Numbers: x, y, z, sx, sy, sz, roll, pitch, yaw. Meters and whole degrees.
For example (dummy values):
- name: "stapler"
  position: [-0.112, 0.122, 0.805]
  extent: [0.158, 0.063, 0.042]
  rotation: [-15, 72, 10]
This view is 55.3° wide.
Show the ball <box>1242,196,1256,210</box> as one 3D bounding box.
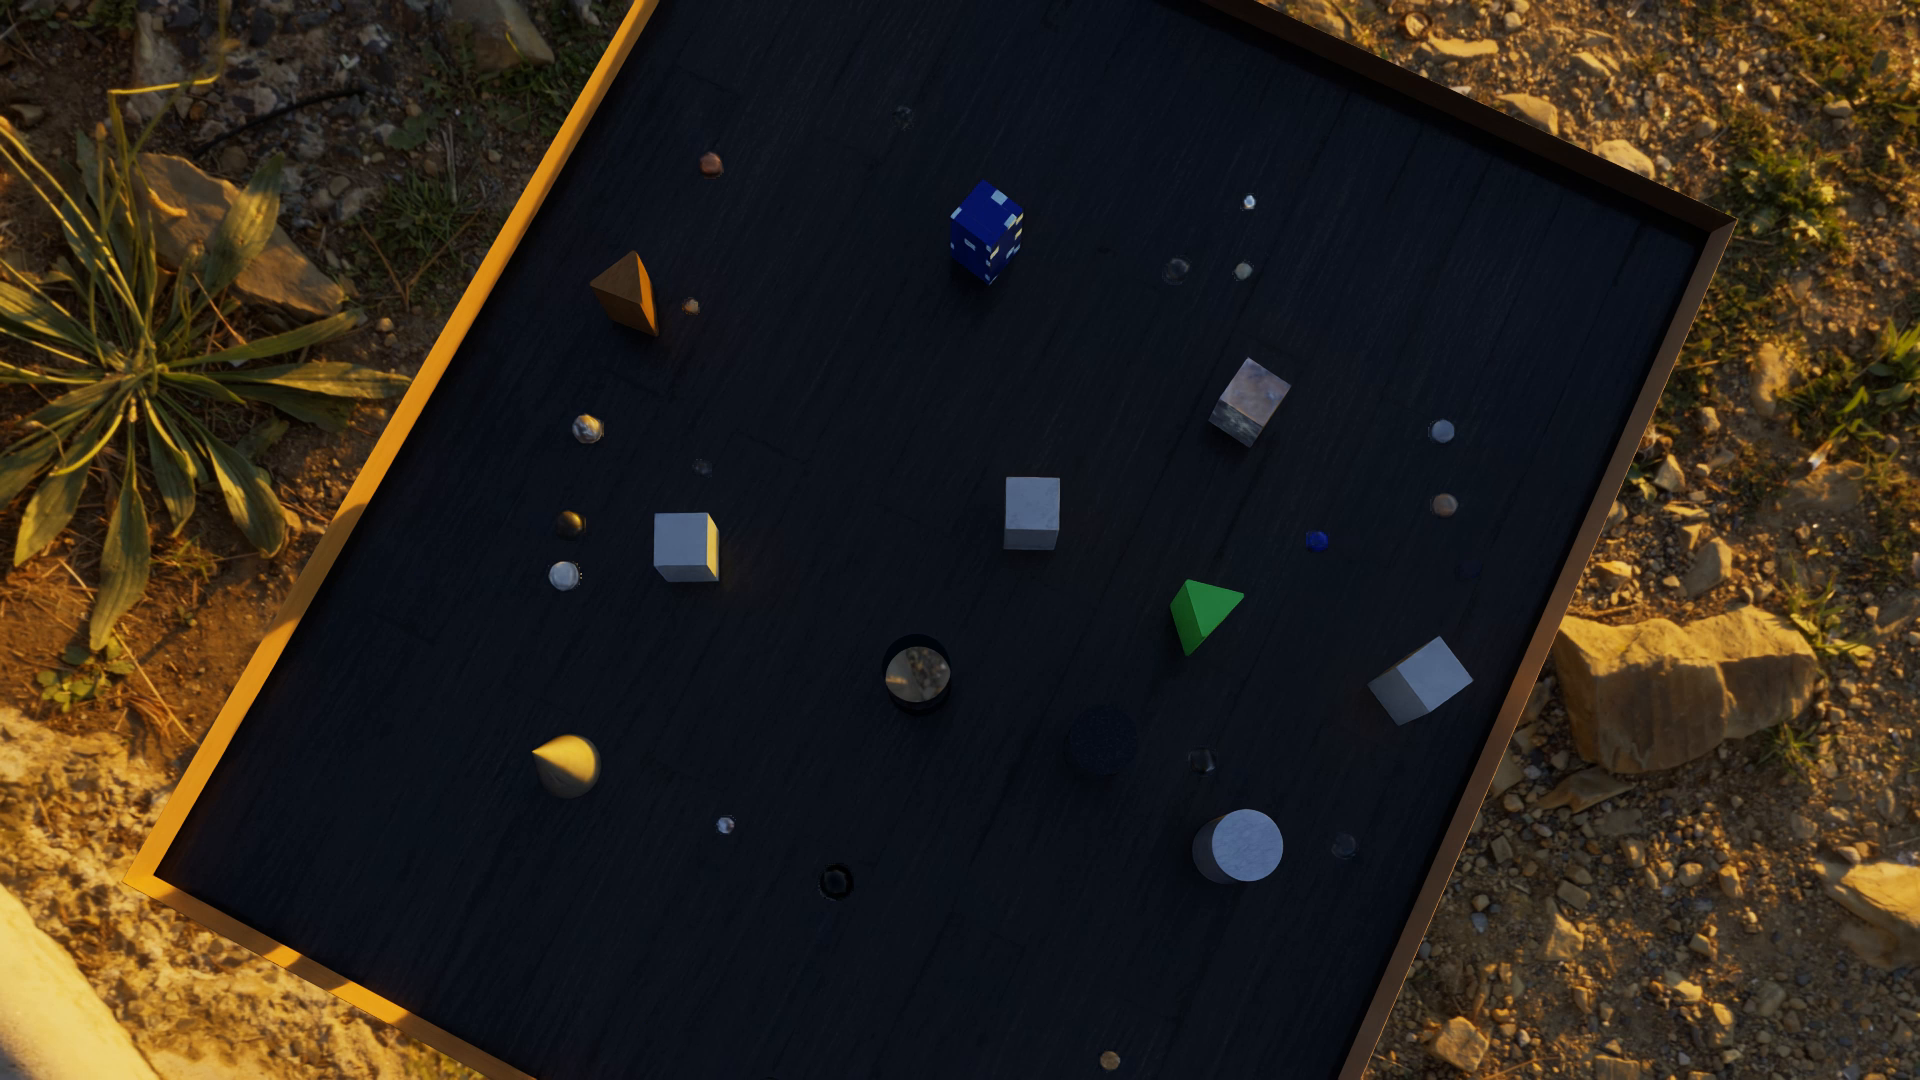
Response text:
- name: "ball"
  position: [0.917, -1.070, 5.814]
  extent: [0.046, 0.046, 0.046]
  rotation: [0, 78, 0]

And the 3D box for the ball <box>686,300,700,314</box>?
- name: "ball"
  position: [-0.839, -0.730, 5.745]
  extent: [0.044, 0.044, 0.044]
  rotation: [0, 78, 0]

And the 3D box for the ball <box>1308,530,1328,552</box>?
- name: "ball"
  position: [1.091, 0.003, 5.583]
  extent: [0.064, 0.064, 0.064]
  rotation: [0, 78, 0]

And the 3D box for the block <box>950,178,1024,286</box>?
- name: "block"
  position: [0.080, -0.944, 5.641]
  extent: [0.156, 0.335, 0.156]
  rotation: [38, 81, 7]

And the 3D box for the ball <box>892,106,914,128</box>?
- name: "ball"
  position: [-0.181, -1.353, 5.859]
  extent: [0.073, 0.073, 0.073]
  rotation: [0, 78, 0]

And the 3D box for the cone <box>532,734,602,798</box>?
- name: "cone"
  position: [-1.169, 0.626, 5.240]
  extent: [0.194, 0.485, 0.194]
  rotation: [0, 78, 0]

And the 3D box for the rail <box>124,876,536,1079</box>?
- name: "rail"
  position: [-0.878, 1.727, 5.194]
  extent: [3.422, 0.126, 0.045]
  rotation: [26, 80, 5]

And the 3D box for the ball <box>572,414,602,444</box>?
- name: "ball"
  position: [-1.146, -0.342, 5.640]
  extent: [0.092, 0.092, 0.092]
  rotation: [0, 78, 0]

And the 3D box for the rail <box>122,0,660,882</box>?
- name: "rail"
  position: [-1.509, -0.732, 5.703]
  extent: [0.045, 0.126, 3.975]
  rotation: [26, 80, 5]

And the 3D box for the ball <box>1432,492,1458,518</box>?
- name: "ball"
  position: [1.482, -0.106, 5.600]
  extent: [0.075, 0.075, 0.075]
  rotation: [0, 78, 0]

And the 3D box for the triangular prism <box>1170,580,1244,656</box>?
- name: "triangular prism"
  position: [0.692, 0.204, 5.372]
  extent: [0.146, 0.395, 0.168]
  rotation: [44, 82, 8]

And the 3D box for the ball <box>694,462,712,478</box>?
- name: "ball"
  position: [-0.790, -0.216, 5.635]
  extent: [0.051, 0.051, 0.051]
  rotation: [0, 78, 0]

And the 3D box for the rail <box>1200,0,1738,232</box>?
- name: "rail"
  position: [0.878, -1.713, 5.906]
  extent: [3.422, 0.126, 0.045]
  rotation: [26, 80, 5]

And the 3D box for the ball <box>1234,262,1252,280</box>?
- name: "ball"
  position: [0.892, -0.847, 5.765]
  extent: [0.053, 0.053, 0.053]
  rotation: [0, 78, 0]

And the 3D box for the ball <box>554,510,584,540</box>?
- name: "ball"
  position: [-1.191, -0.045, 5.579]
  extent: [0.092, 0.092, 0.092]
  rotation: [0, 78, 0]

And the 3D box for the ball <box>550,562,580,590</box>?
- name: "ball"
  position: [-1.198, 0.109, 5.548]
  extent: [0.090, 0.090, 0.090]
  rotation: [0, 78, 0]

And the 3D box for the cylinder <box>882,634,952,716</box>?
- name: "cylinder"
  position: [-0.123, 0.398, 5.347]
  extent: [0.194, 0.366, 0.194]
  rotation: [0, 78, 0]

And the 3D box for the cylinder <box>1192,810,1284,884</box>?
- name: "cylinder"
  position: [0.785, 0.877, 5.213]
  extent: [0.194, 0.434, 0.194]
  rotation: [0, 78, 0]

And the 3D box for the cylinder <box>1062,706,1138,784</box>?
- name: "cylinder"
  position: [0.404, 0.596, 5.322]
  extent: [0.194, 0.336, 0.194]
  rotation: [0, 78, 0]

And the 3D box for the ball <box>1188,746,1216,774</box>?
- name: "ball"
  position: [0.719, 0.655, 5.438]
  extent: [0.085, 0.085, 0.085]
  rotation: [0, 78, 0]

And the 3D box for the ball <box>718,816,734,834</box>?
- name: "ball"
  position: [-0.692, 0.842, 5.417]
  extent: [0.050, 0.050, 0.050]
  rotation: [0, 78, 0]

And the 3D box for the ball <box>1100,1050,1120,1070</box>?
- name: "ball"
  position: [0.432, 1.499, 5.278]
  extent: [0.055, 0.055, 0.055]
  rotation: [0, 78, 0]

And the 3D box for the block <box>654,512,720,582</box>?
- name: "block"
  position: [-0.815, 0.024, 5.477]
  extent: [0.156, 0.264, 0.156]
  rotation: [-1, 78, 0]

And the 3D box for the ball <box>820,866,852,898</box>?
- name: "ball"
  position: [-0.362, 1.000, 5.360]
  extent: [0.097, 0.097, 0.097]
  rotation: [0, 78, 0]

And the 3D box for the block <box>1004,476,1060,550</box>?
- name: "block"
  position: [0.211, -0.077, 5.481]
  extent: [0.156, 0.297, 0.156]
  rotation: [1, 78, 0]

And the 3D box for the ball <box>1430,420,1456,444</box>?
- name: "ball"
  position: [1.489, -0.334, 5.649]
  extent: [0.072, 0.072, 0.072]
  rotation: [0, 78, 0]

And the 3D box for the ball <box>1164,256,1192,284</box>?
- name: "ball"
  position: [0.682, -0.846, 5.748]
  extent: [0.085, 0.085, 0.085]
  rotation: [0, 78, 0]

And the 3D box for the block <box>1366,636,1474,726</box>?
- name: "block"
  position: [1.334, 0.415, 5.335]
  extent: [0.156, 0.382, 0.156]
  rotation: [-34, 80, -7]

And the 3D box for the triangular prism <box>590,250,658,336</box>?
- name: "triangular prism"
  position: [-0.998, -0.767, 5.615]
  extent: [0.168, 0.313, 0.146]
  rotation: [21, 79, 4]

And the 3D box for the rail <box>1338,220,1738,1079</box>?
- name: "rail"
  position: [1.509, 0.746, 5.397]
  extent: [0.045, 0.126, 3.975]
  rotation: [26, 80, 5]

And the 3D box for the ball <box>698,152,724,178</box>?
- name: "ball"
  position: [-0.792, -1.193, 5.823]
  extent: [0.079, 0.079, 0.079]
  rotation: [0, 78, 0]

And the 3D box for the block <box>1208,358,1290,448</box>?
- name: "block"
  position: [0.879, -0.415, 5.575]
  extent: [0.156, 0.250, 0.156]
  rotation: [34, 80, 7]
